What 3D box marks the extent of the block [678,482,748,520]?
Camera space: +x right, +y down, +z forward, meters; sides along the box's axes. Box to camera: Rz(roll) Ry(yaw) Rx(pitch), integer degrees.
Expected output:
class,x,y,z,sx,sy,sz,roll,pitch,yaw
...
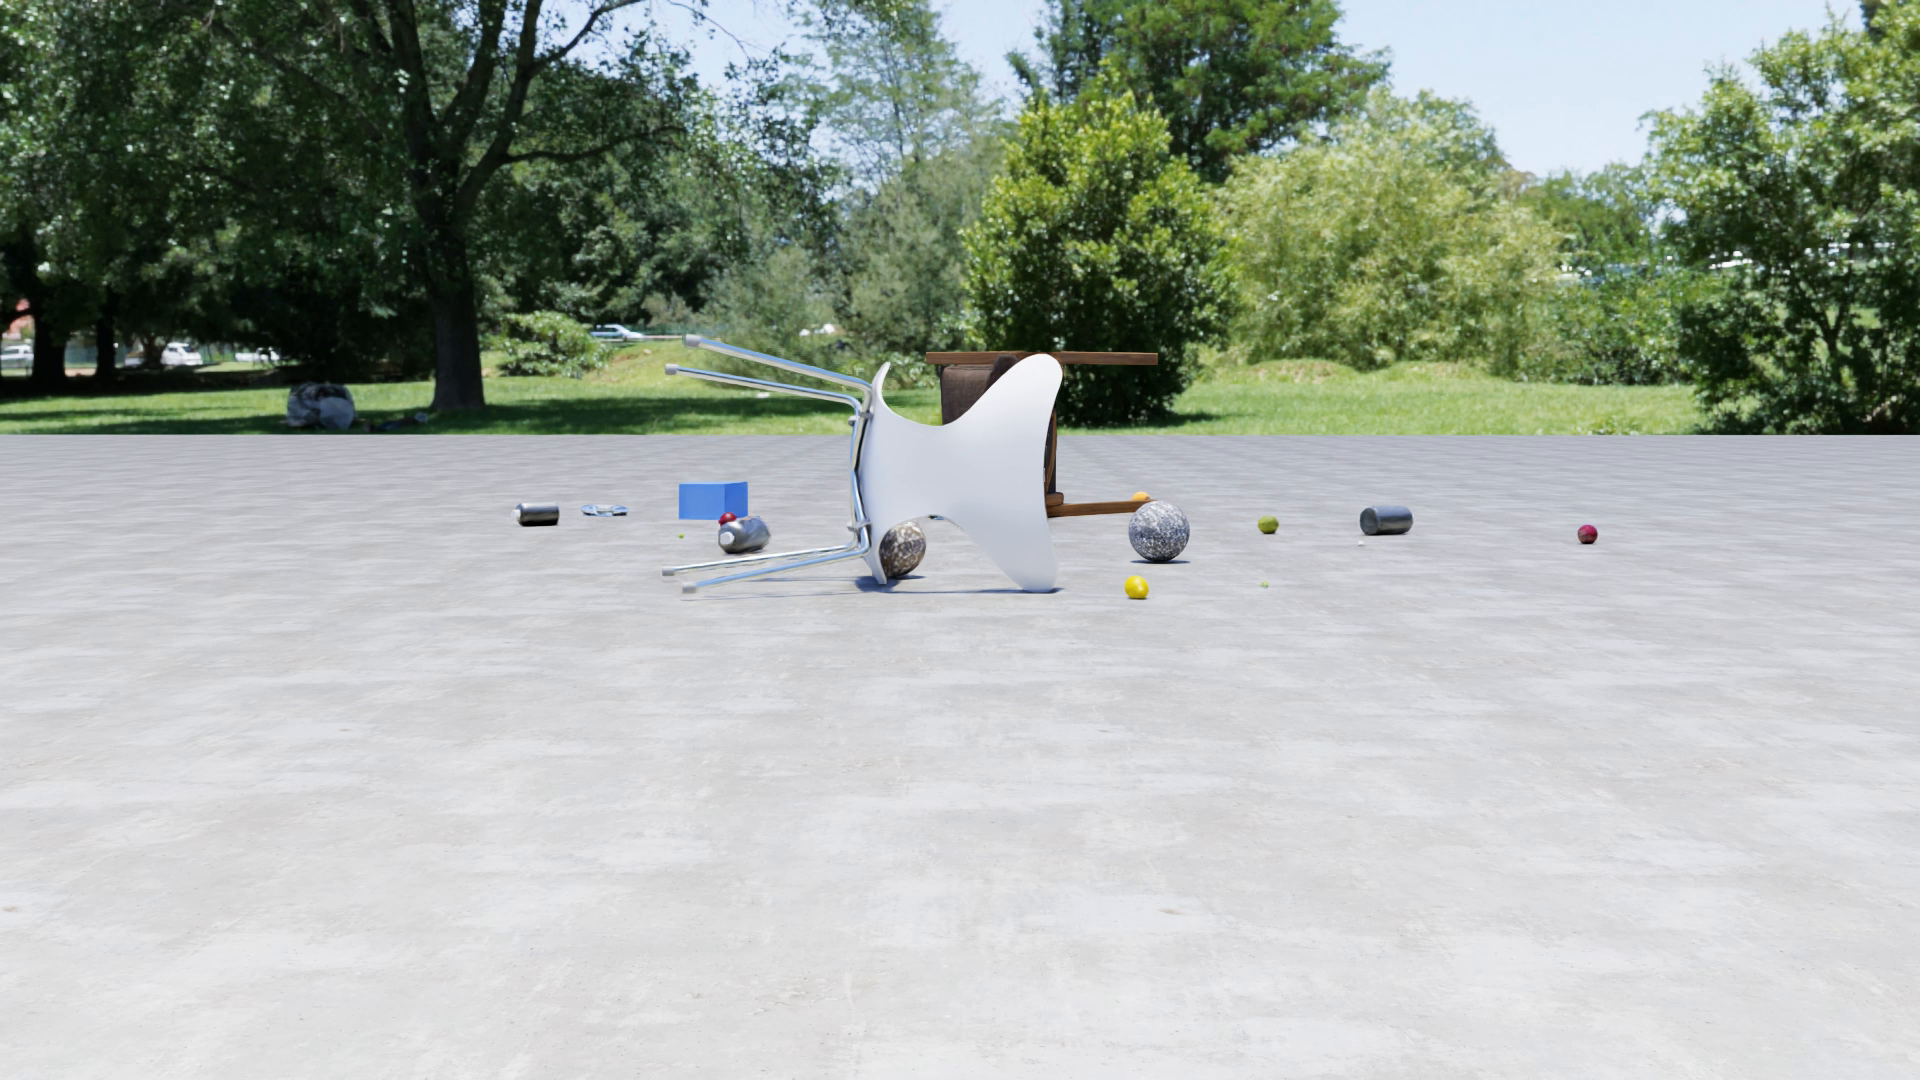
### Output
class,x,y,z,sx,sy,sz,roll,pitch,yaw
block,-0.860,-0.139,7.674,0.173,0.123,0.205,1,4,17

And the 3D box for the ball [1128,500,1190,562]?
class,x,y,z,sx,sy,sz,roll,pitch,yaw
ball,0.517,-0.023,5.710,0.160,0.160,0.160,0,4,0

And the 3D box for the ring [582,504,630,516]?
class,x,y,z,sx,sy,sz,roll,pitch,yaw
ring,-1.263,-0.106,7.821,0.178,0.037,0.137,2,4,16

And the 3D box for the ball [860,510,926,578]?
class,x,y,z,sx,sy,sz,roll,pitch,yaw
ball,-0.160,0.009,5.247,0.160,0.160,0.160,0,4,0
